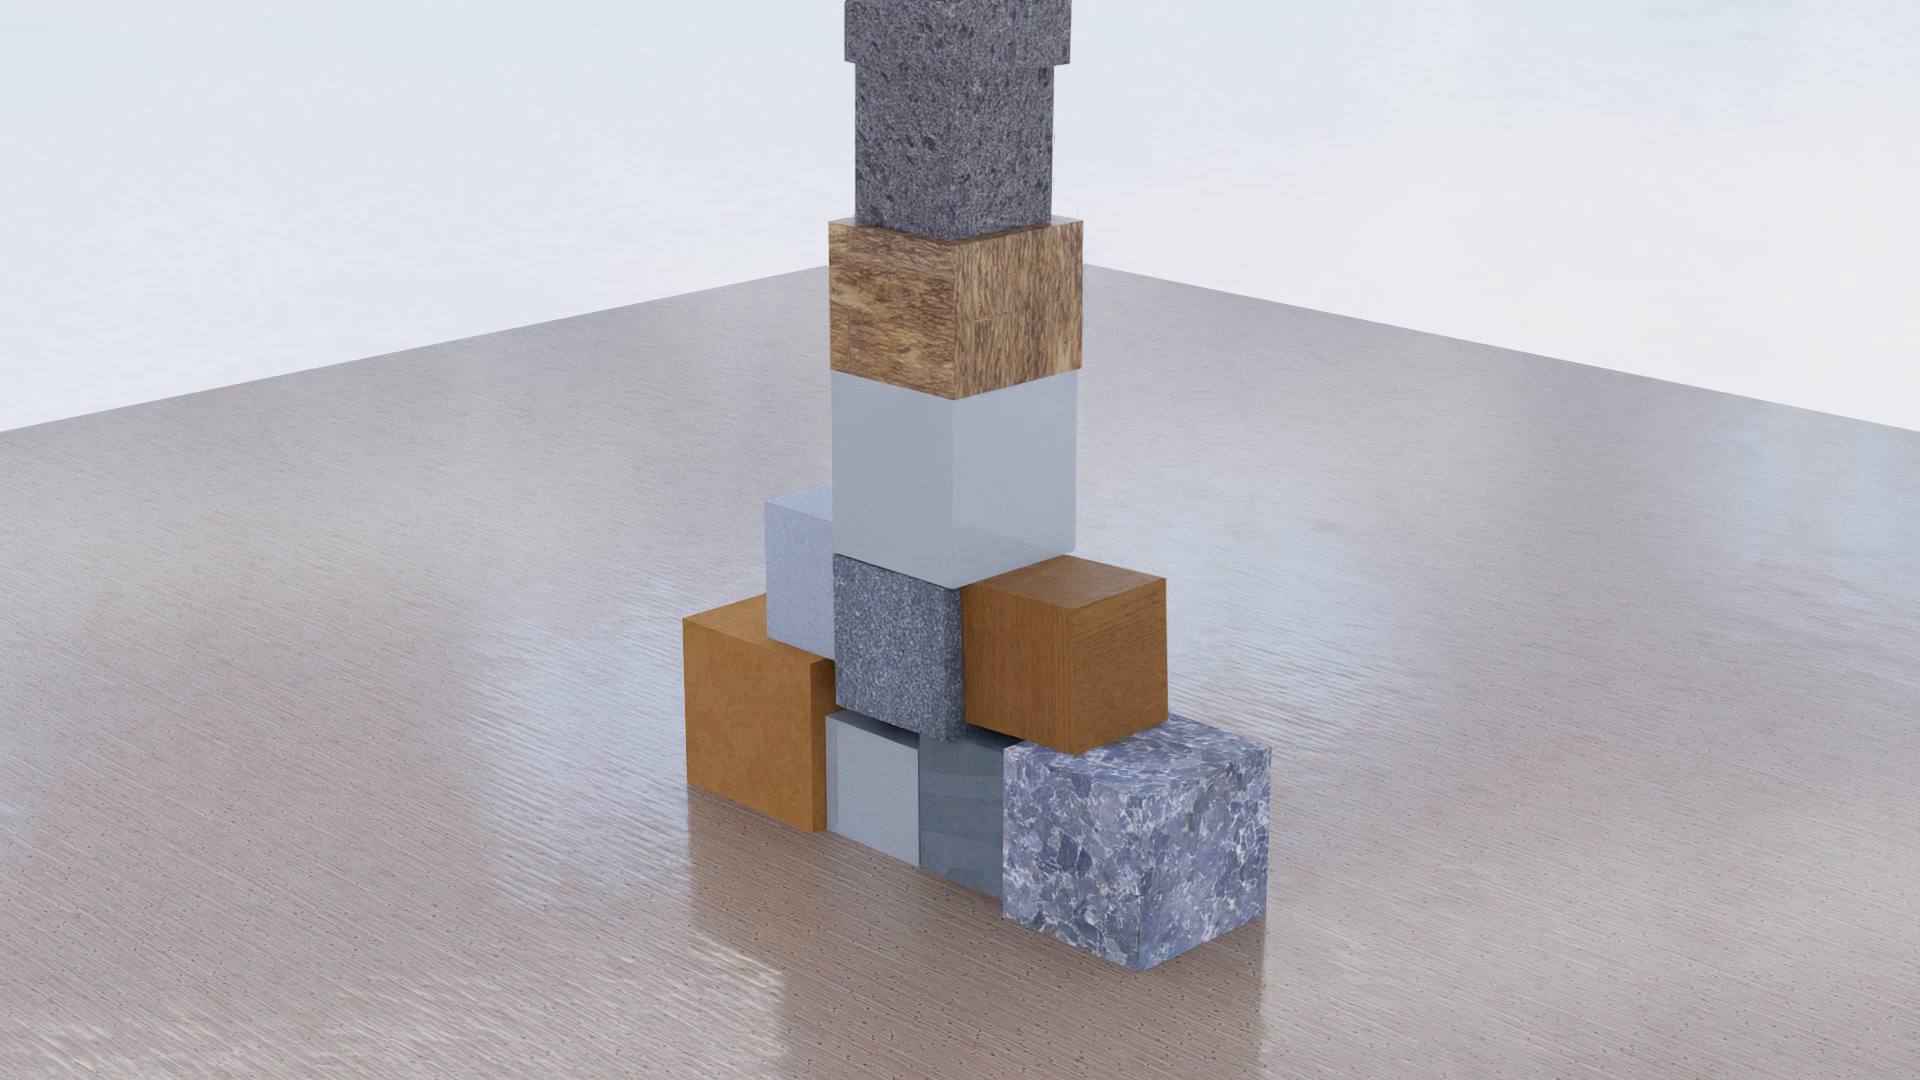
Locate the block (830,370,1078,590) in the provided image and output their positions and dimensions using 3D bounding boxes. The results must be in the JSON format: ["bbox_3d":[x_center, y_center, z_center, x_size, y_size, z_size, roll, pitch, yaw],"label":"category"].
[{"bbox_3d":[-0.026,-0.356,13.247,0.790,0.855,0.771,-17,24,-42],"label":"block"}]

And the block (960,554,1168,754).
[{"bbox_3d":[0.466,0.492,13.029,0.605,0.659,0.677,-17,21,-42],"label":"block"}]

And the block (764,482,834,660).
[{"bbox_3d":[-0.507,0.137,13.925,0.597,0.679,0.577,-17,24,-42],"label":"block"}]

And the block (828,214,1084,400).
[{"bbox_3d":[-0.018,-1.088,13.028,0.806,0.672,0.787,-17,24,-42],"label":"block"}]

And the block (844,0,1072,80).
[{"bbox_3d":[-0.008,-2.372,12.612,0.696,0.638,0.690,-17,25,-42],"label":"block"}]

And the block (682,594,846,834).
[{"bbox_3d":[-0.740,0.801,14.371,0.809,0.854,0.926,-17,24,-42],"label":"block"}]

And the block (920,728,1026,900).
[{"bbox_3d":[0.276,1.168,13.447,0.664,0.700,0.633,-17,23,-42],"label":"block"}]

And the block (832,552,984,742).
[{"bbox_3d":[-0.059,0.403,13.502,0.748,0.739,0.722,-17,23,-42],"label":"block"}]

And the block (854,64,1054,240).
[{"bbox_3d":[-0.026,-1.738,12.808,0.631,0.691,0.592,-17,25,-42],"label":"block"}]

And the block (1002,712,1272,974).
[{"bbox_3d":[0.777,1.287,12.919,0.850,0.797,0.808,-17,24,-42],"label":"block"}]

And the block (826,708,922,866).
[{"bbox_3d":[-0.184,1.100,13.884,0.647,0.576,0.625,-17,24,-42],"label":"block"}]
